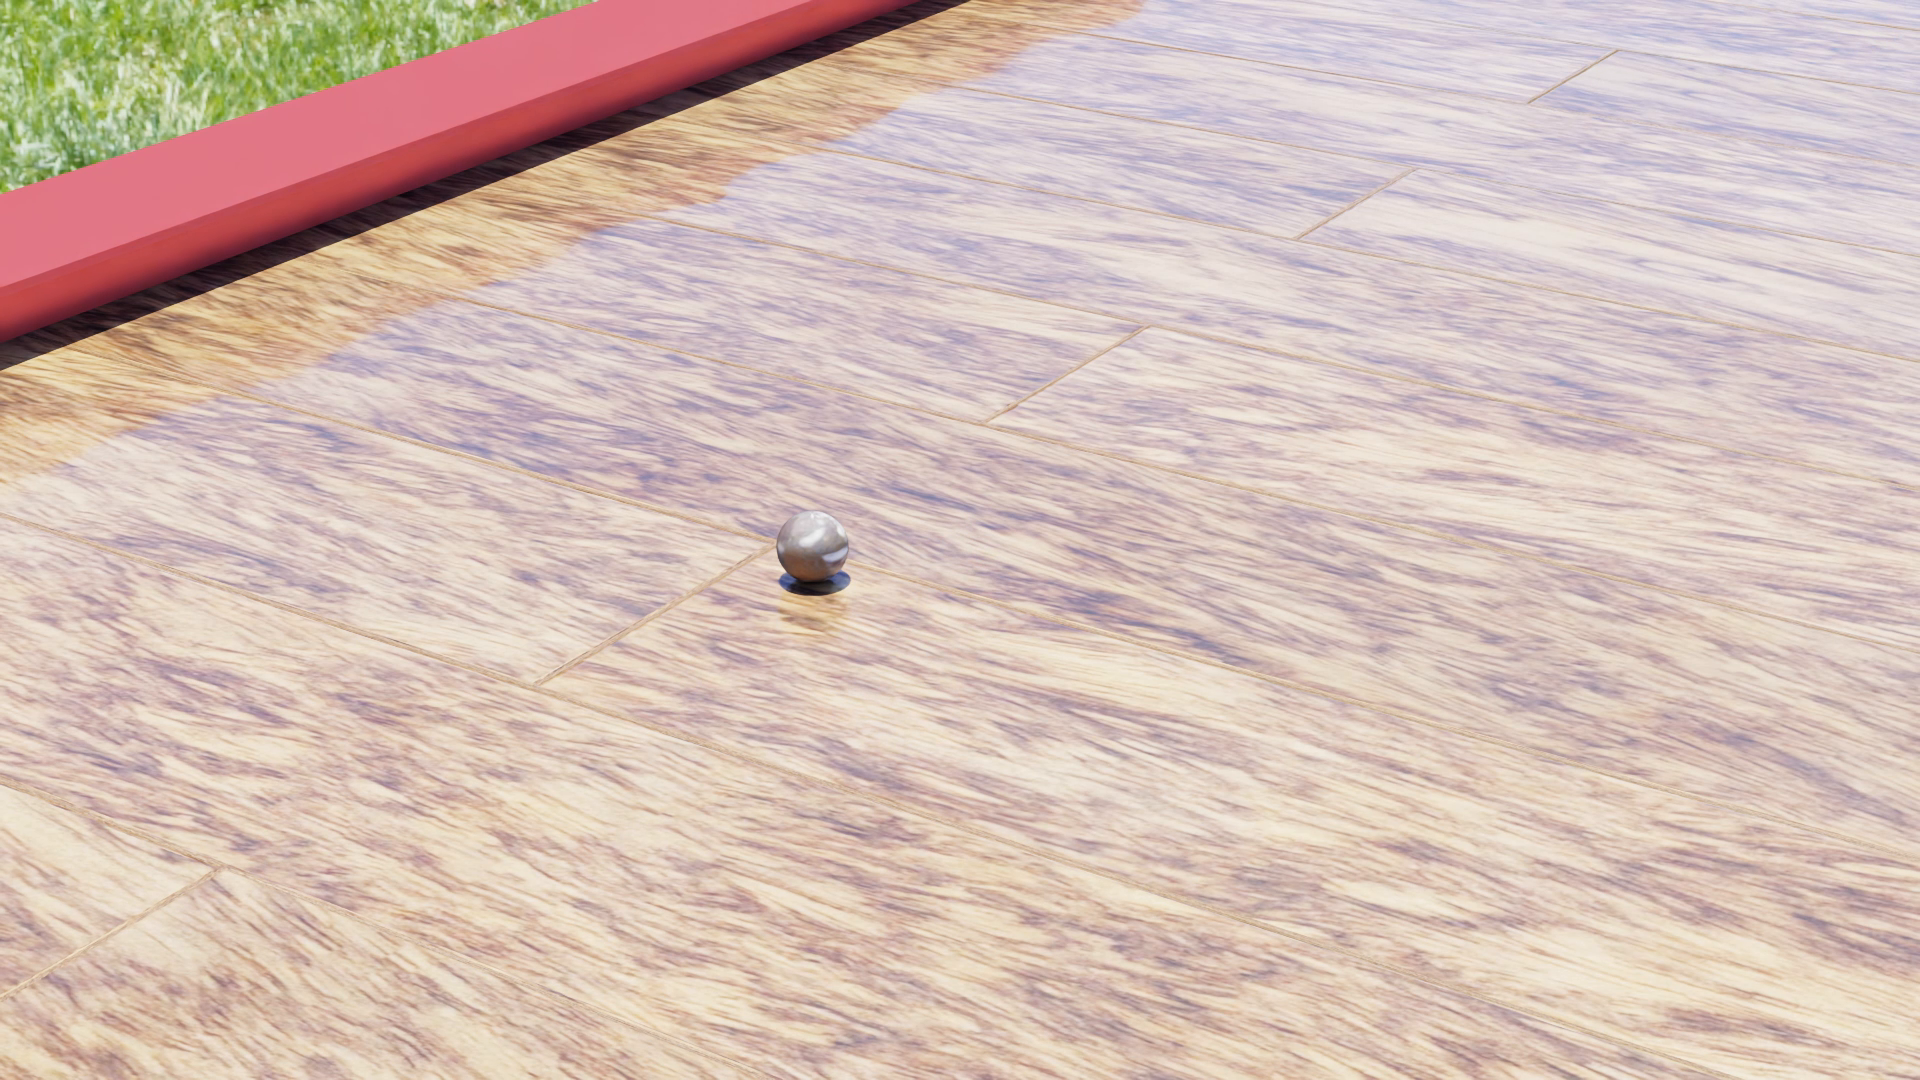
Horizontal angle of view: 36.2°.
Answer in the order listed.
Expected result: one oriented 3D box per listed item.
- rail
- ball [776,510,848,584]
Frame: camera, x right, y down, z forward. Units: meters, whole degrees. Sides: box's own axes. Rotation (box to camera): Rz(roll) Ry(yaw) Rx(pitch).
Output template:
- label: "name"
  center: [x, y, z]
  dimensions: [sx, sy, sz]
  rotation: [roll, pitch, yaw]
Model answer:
- label: "rail"
  center: [-0.259, -0.504, 2.930]
  dimensions: [0.045, 0.114, 3.309]
  rotation: [15, 28, 30]
- label: "ball"
  center: [-0.095, 0.004, 1.893]
  dimensions: [0.047, 0.047, 0.047]
  rotation: [0, 24, 0]
